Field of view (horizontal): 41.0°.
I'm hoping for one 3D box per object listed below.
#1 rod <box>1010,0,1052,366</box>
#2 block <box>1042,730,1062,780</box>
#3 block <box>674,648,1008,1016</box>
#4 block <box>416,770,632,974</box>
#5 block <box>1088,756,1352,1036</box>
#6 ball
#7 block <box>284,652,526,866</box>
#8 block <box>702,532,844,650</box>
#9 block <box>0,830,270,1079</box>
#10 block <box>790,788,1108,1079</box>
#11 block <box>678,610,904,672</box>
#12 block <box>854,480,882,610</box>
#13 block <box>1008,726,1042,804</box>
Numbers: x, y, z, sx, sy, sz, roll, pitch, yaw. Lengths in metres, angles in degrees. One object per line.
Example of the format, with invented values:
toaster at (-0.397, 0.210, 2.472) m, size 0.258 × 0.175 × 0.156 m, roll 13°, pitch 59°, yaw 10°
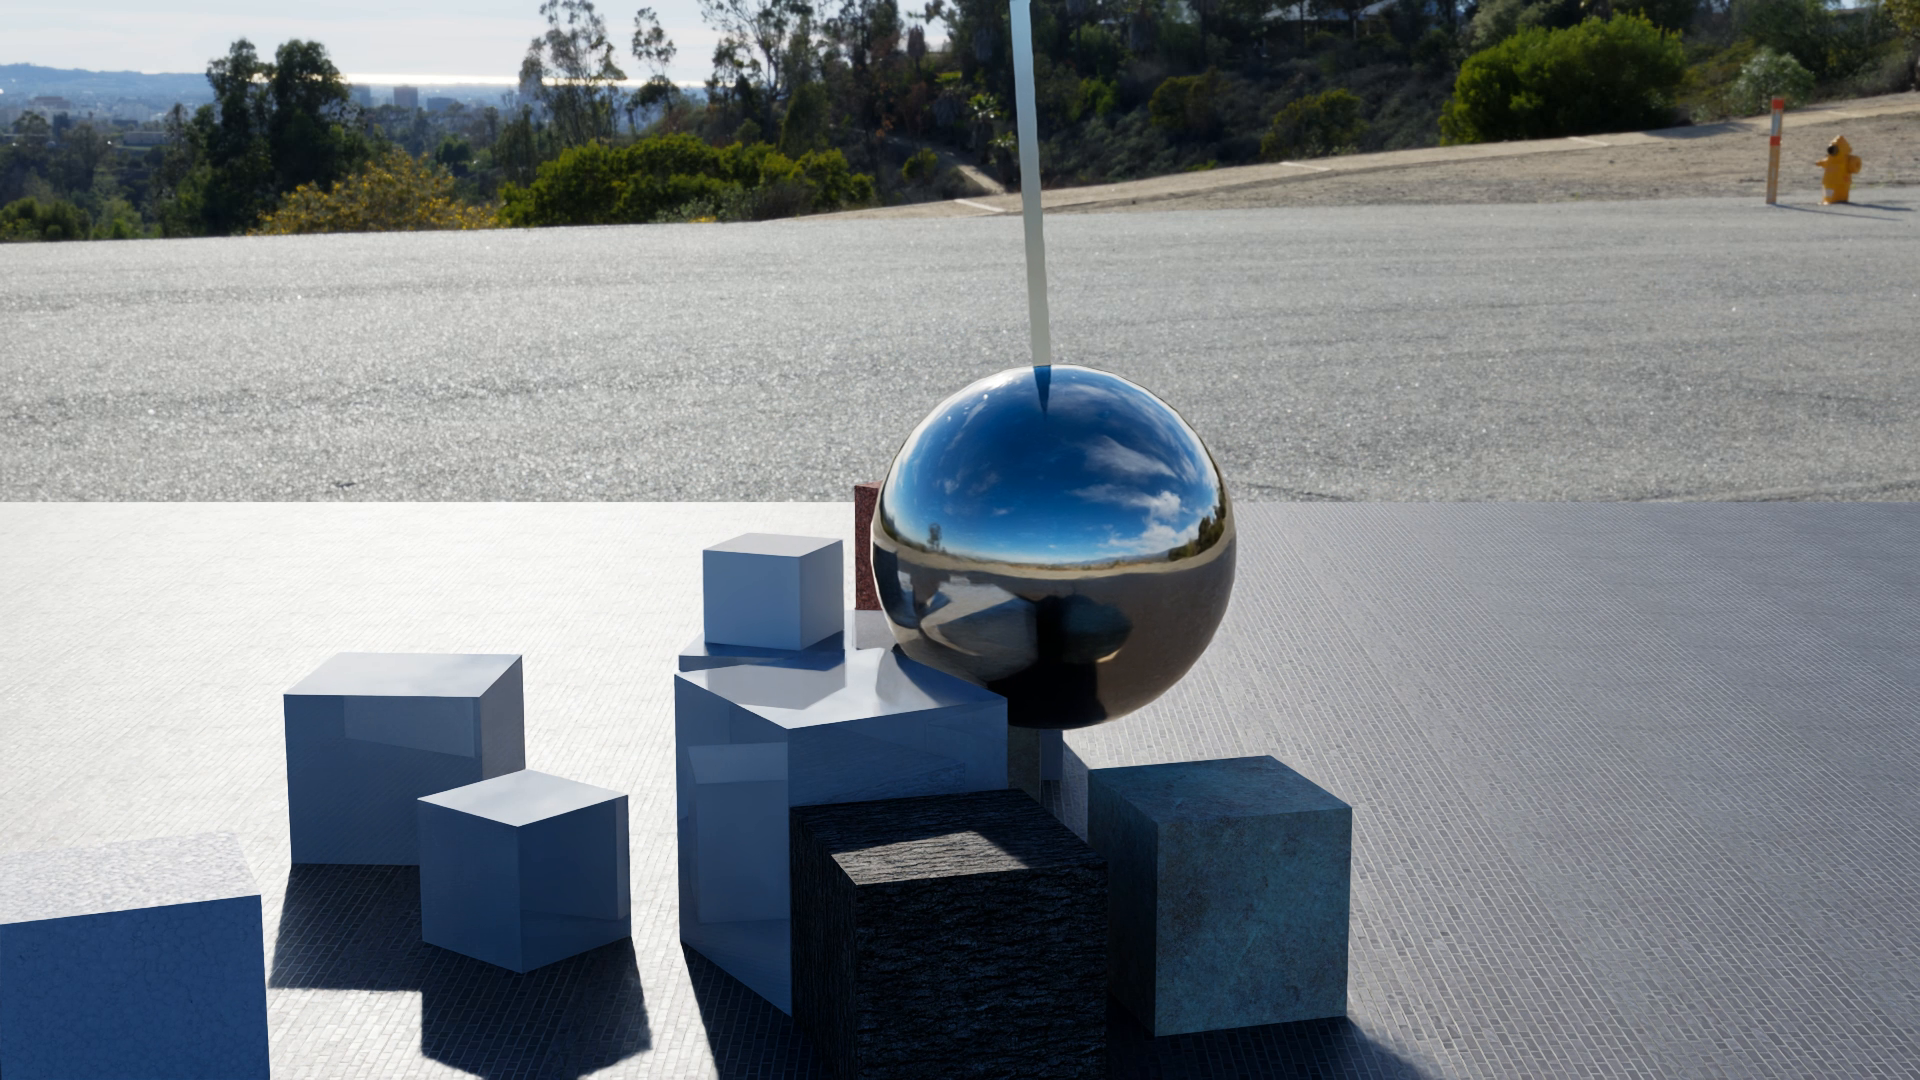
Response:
rod at (0.177, -3.307, 10.579) m, size 0.080 × 5.200 × 0.080 m, roll -4°, pitch 10°, yaw 1°
block at (0.023, 0.700, 13.294) m, size 0.997 × 0.866 × 0.914 m, roll 0°, pitch 10°, yaw 1°
block at (-0.485, 1.126, 10.247) m, size 0.951 × 1.119 × 1.027 m, roll -6°, pitch 12°, yaw -30°
block at (-1.780, 1.341, 10.502) m, size 0.613 × 0.603 × 0.592 m, roll 8°, pitch 13°, yaw 39°
block at (0.981, 1.348, 9.877) m, size 0.771 × 0.814 × 0.776 m, roll -3°, pitch 11°, yaw -16°
ball at (0.407, 0.031, 11.186) m, size 1.600 × 1.600 × 1.600 m, roll 0°, pitch 10°, yaw 0°
block at (-2.547, 1.000, 11.881) m, size 0.887 × 0.782 × 0.847 m, roll 1°, pitch 10°, yaw 3°
block at (-0.822, 0.221, 11.352) m, size 0.467 × 0.412 × 0.466 m, roll 4°, pitch 11°, yaw 21°
block at (-2.974, 1.534, 9.136) m, size 0.875 × 0.713 × 0.831 m, roll -4°, pitch 11°, yaw -22°
block at (-0.059, 1.455, 9.275) m, size 0.900 × 0.819 × 0.967 m, roll -3°, pitch 11°, yaw -17°
block at (-0.702, 0.927, 11.543) m, size 0.892 × 1.045 × 1.023 m, roll 1°, pitch 10°, yaw 7°
block at (-0.038, 0.030, 12.797) m, size 0.675 × 0.632 × 0.702 m, roll 8°, pitch 13°, yaw 38°
block at (0.002, 0.944, 12.441) m, size 0.777 × 0.691 × 0.829 m, roll 0°, pitch 10°, yaw 2°
